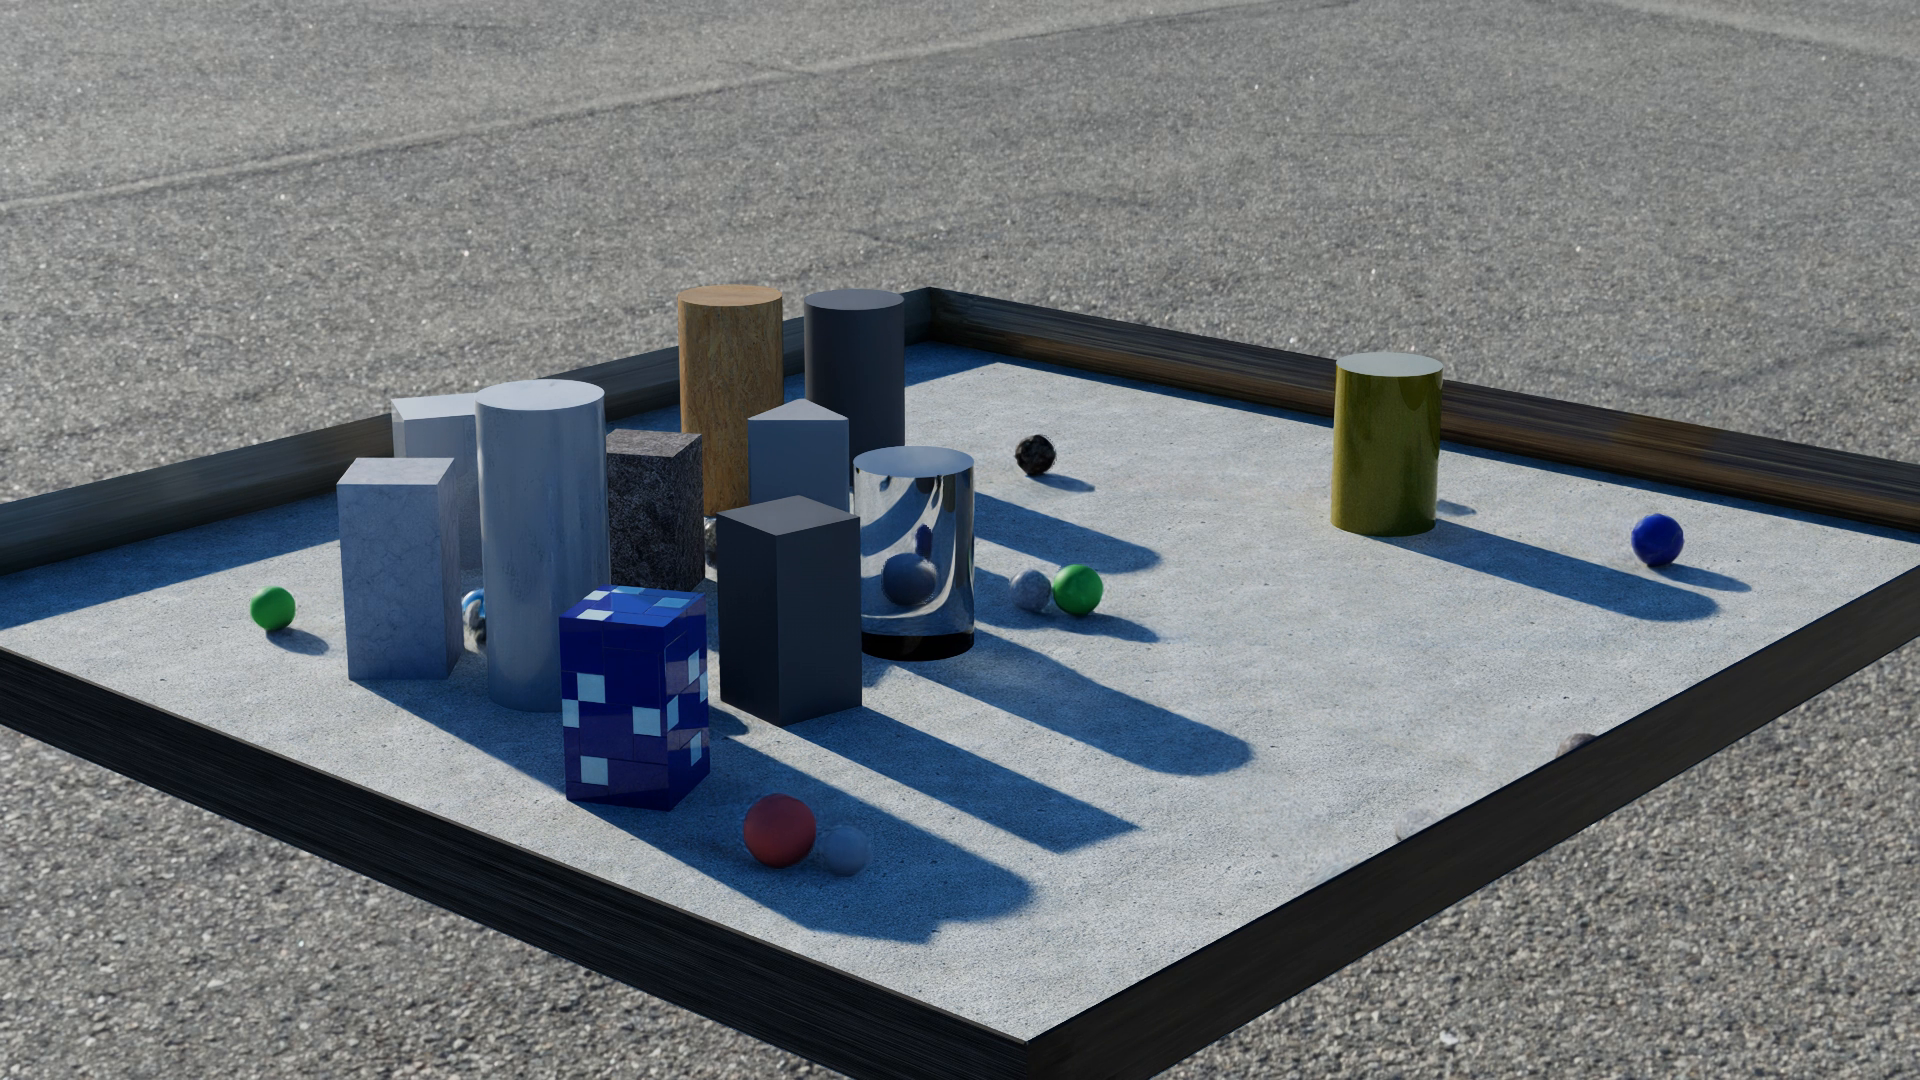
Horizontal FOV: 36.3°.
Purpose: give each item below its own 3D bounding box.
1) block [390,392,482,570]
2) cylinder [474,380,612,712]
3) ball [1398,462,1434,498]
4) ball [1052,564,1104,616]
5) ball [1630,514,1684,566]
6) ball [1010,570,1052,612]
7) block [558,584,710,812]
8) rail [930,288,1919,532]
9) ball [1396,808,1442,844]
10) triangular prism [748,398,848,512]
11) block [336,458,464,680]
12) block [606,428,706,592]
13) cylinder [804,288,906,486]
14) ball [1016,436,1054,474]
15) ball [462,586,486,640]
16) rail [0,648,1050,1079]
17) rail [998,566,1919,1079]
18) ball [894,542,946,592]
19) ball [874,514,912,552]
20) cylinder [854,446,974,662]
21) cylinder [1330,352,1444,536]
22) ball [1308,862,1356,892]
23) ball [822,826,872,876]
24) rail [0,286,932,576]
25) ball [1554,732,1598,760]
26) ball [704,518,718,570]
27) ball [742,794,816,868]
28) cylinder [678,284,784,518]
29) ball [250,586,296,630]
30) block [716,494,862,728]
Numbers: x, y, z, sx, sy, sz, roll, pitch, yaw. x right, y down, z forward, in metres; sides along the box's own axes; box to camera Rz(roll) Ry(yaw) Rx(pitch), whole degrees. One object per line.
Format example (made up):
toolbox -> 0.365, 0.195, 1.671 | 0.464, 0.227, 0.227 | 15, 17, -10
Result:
block -> -0.930, -0.104, 5.304 | 0.159, 0.286, 0.159 | -6, 18, -18
cylinder -> -0.648, 0.008, 4.588 | 0.199, 0.485, 0.199 | 0, 17, 0
ball -> 0.889, -0.116, 5.718 | 0.070, 0.070, 0.070 | 0, 17, 0
ball -> 0.201, 0.085, 5.020 | 0.087, 0.087, 0.087 | 0, 17, 0
ball -> 1.259, 0.000, 5.291 | 0.095, 0.095, 0.095 | 0, 17, 0
ball -> 0.122, 0.087, 5.039 | 0.074, 0.074, 0.074 | 0, 17, 0
block -> -0.467, 0.226, 4.226 | 0.159, 0.277, 0.159 | 5, 17, 16
rail -> 0.943, -0.281, 6.160 | 2.732, 0.129, 0.045 | 14, 22, 39
ball -> 0.630, 0.400, 4.013 | 0.065, 0.065, 0.065 | 0, 17, 0
triangular prism -> -0.282, -0.084, 5.203 | 0.172, 0.306, 0.149 | 0, 17, 0
block -> -0.902, 0.045, 4.739 | 0.159, 0.326, 0.159 | 0, 17, 0
block -> -0.550, -0.043, 5.139 | 0.159, 0.265, 0.159 | 4, 17, 13
cylinder -> -0.210, -0.306, 5.852 | 0.199, 0.356, 0.199 | 0, 17, 0
ball -> 0.151, -0.171, 5.886 | 0.079, 0.079, 0.079 | 0, 17, 0
ball -> -0.792, 0.123, 4.892 | 0.090, 0.090, 0.090 | 0, 17, 0
rail -> -0.943, 0.346, 4.079 | 2.732, 0.129, 0.045 | 14, 22, 39
rail -> 1.014, 0.286, 4.277 | 0.045, 0.129, 2.925 | 14, 22, 39
ball -> -0.070, 0.047, 5.145 | 0.088, 0.088, 0.088 | 0, 17, 0
ball -> -0.123, -0.012, 5.373 | 0.071, 0.071, 0.071 | 0, 17, 0
cylinder -> -0.076, 0.021, 4.845 | 0.199, 0.312, 0.199 | 0, 17, 0
cylinder -> 0.803, -0.181, 5.525 | 0.199, 0.307, 0.199 | 0, 17, 0
ball -> 0.491, 0.458, 3.792 | 0.082, 0.082, 0.082 | 0, 17, 0
ball -> -0.152, 0.419, 3.947 | 0.067, 0.067, 0.067 | 0, 17, 0
rail -> -1.014, -0.221, 5.962 | 0.045, 0.129, 2.925 | 14, 22, 39
ball -> 0.903, 0.321, 4.248 | 0.083, 0.083, 0.083 | 0, 17, 0
ball -> -0.422, 0.008, 5.257 | 0.100, 0.100, 0.100 | 0, 17, 0
ball -> -0.245, 0.394, 3.976 | 0.099, 0.099, 0.099 | 0, 17, 0
cylinder -> -0.437, -0.268, 5.631 | 0.199, 0.412, 0.199 | 0, 17, 0
ball -> -1.157, 0.115, 4.942 | 0.075, 0.075, 0.075 | 0, 17, 0
block -> -0.265, 0.109, 4.561 | 0.159, 0.308, 0.159 | -13, 21, -37
